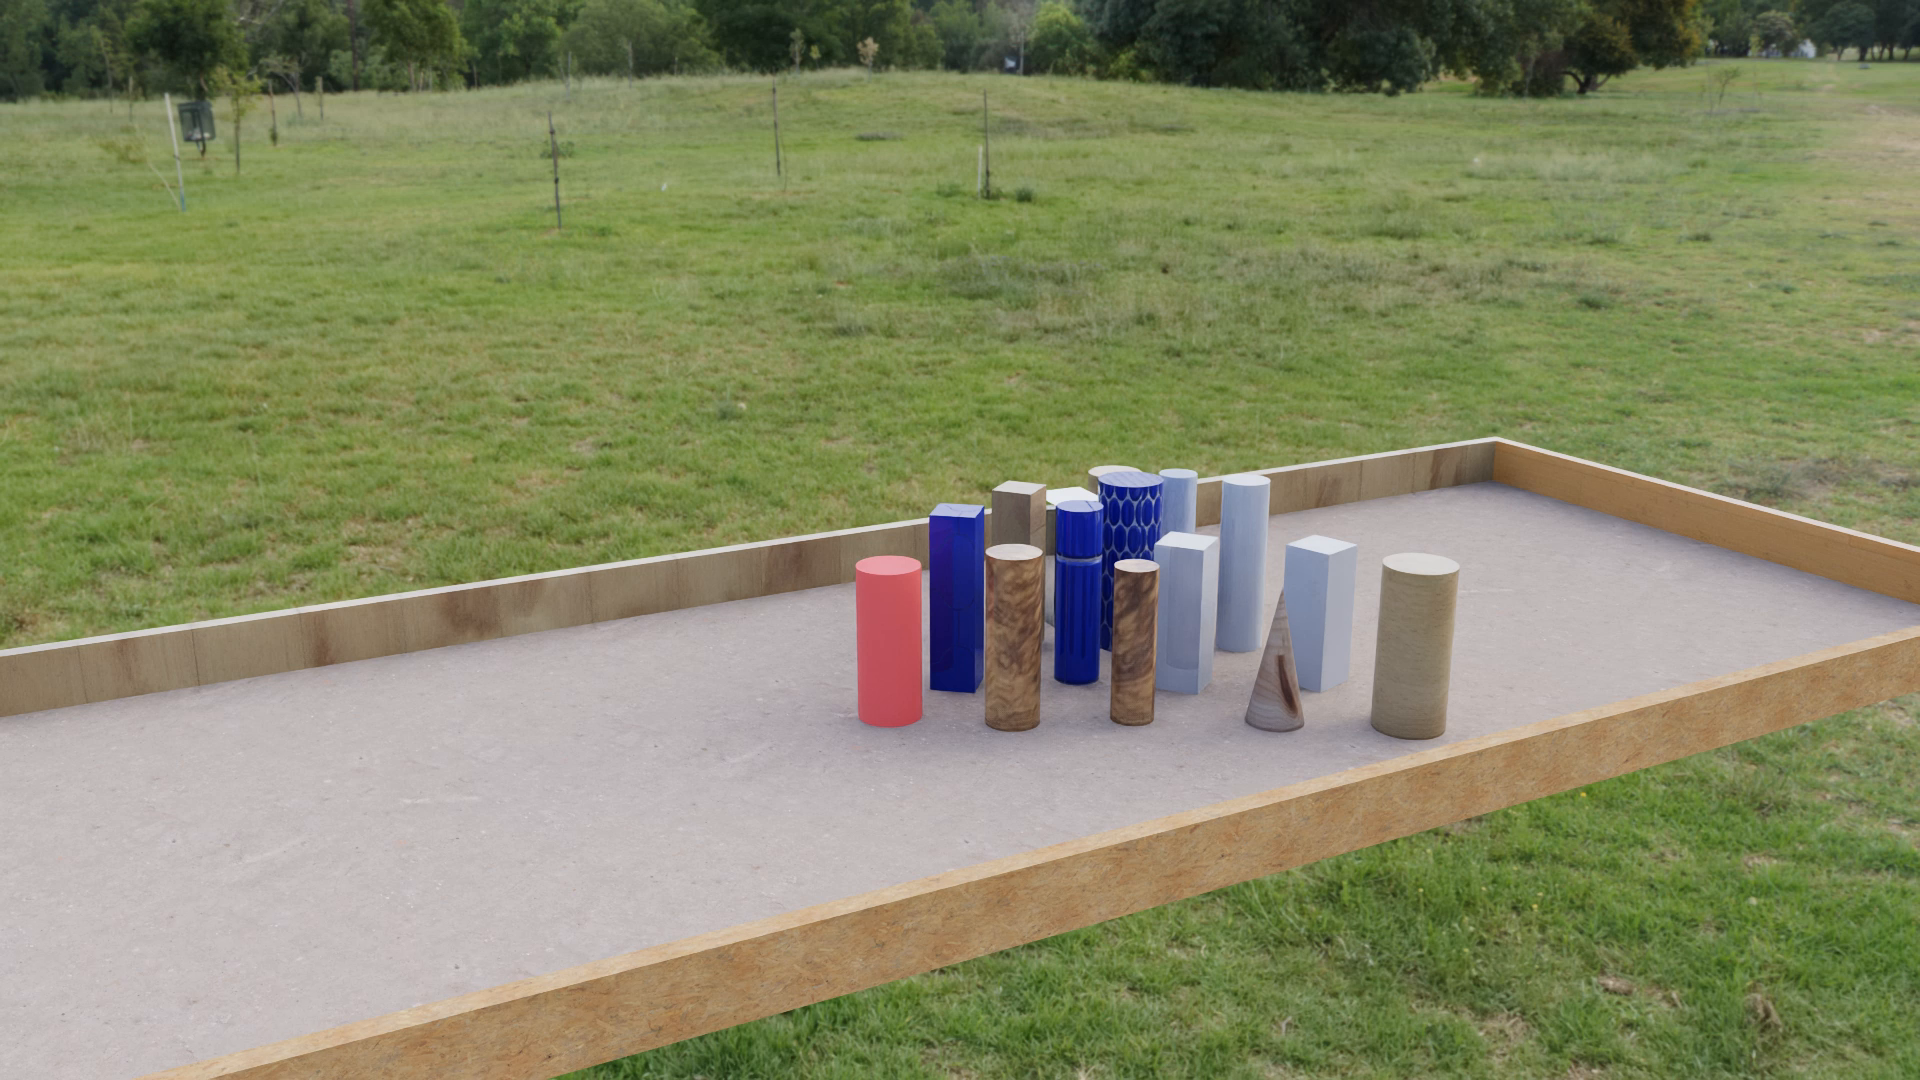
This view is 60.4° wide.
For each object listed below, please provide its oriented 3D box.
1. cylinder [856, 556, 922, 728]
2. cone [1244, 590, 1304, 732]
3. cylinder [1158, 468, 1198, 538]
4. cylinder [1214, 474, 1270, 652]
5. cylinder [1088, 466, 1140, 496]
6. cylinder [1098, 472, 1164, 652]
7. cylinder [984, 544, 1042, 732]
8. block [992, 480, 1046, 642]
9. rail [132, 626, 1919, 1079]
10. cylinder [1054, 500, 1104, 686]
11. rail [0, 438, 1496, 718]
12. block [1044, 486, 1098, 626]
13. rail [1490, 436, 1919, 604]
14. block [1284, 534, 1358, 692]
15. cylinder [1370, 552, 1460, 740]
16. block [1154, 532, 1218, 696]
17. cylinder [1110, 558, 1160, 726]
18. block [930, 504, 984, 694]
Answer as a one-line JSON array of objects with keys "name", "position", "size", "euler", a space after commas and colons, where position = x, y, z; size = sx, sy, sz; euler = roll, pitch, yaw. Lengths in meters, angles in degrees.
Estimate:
[{"name": "cylinder", "position": [-0.166, 0.238, 3.882], "size": [0.153, 0.374, 0.153], "euler": [0, 16, 0]}, {"name": "cone", "position": [0.744, 0.267, 3.852], "size": [0.139, 0.335, 0.139], "euler": [0, 16, 0]}, {"name": "cylinder", "position": [0.596, 0.017, 4.561], "size": [0.105, 0.415, 0.105], "euler": [0, 16, 0]}, {"name": "cylinder", "position": [0.743, 0.061, 4.343], "size": [0.124, 0.453, 0.124], "euler": [0, 16, 0]}, {"name": "cylinder", "position": [0.450, -0.030, 4.837], "size": [0.155, 0.350, 0.155], "euler": [0, 16, 0]}, {"name": "cylinder", "position": [0.445, 0.058, 4.357], "size": [0.171, 0.451, 0.171], "euler": [0, 16, 0]}, {"name": "cylinder", "position": [0.124, 0.228, 3.839], "size": [0.131, 0.418, 0.131], "euler": [0, 16, 0]}, {"name": "block", "position": [0.154, 0.071, 4.347], "size": [0.109, 0.432, 0.109], "euler": [7, 18, 24]}, {"name": "rail", "position": [-2.336, 1.006, 1.665], "size": [12.000, 0.150, 0.050], "euler": [-9, 18, -27]}, {"name": "cylinder", "position": [0.295, 0.132, 4.109], "size": [0.115, 0.449, 0.115], "euler": [0, 16, 0]}, {"name": "rail", "position": [-3.305, 0.497, 3.399], "size": [12.000, 0.150, 0.050], "euler": [-9, 18, -27]}, {"name": "block", "position": [0.296, 0.045, 4.584], "size": [0.152, 0.348, 0.152], "euler": [-7, 18, -23]}, {"name": "rail", "position": [2.466, -0.048, 5.253], "size": [0.050, 0.150, 2.100], "euler": [-9, 18, -27]}, {"name": "block", "position": [0.890, 0.182, 4.103], "size": [0.125, 0.356, 0.125], "euler": [-15, 22, -42]}, {"name": "cylinder", "position": [1.050, 0.245, 3.814], "size": [0.170, 0.398, 0.170], "euler": [0, 16, 0]}, {"name": "block", "position": [0.554, 0.180, 4.083], "size": [0.124, 0.372, 0.124], "euler": [8, 18, 24]}, {"name": "cylinder", "position": [0.409, 0.241, 3.864], "size": [0.104, 0.379, 0.104], "euler": [0, 16, 0]}, {"name": "block", "position": [-0.007, 0.143, 4.070], "size": [0.113, 0.450, 0.113], "euler": [3, 17, 12]}]
